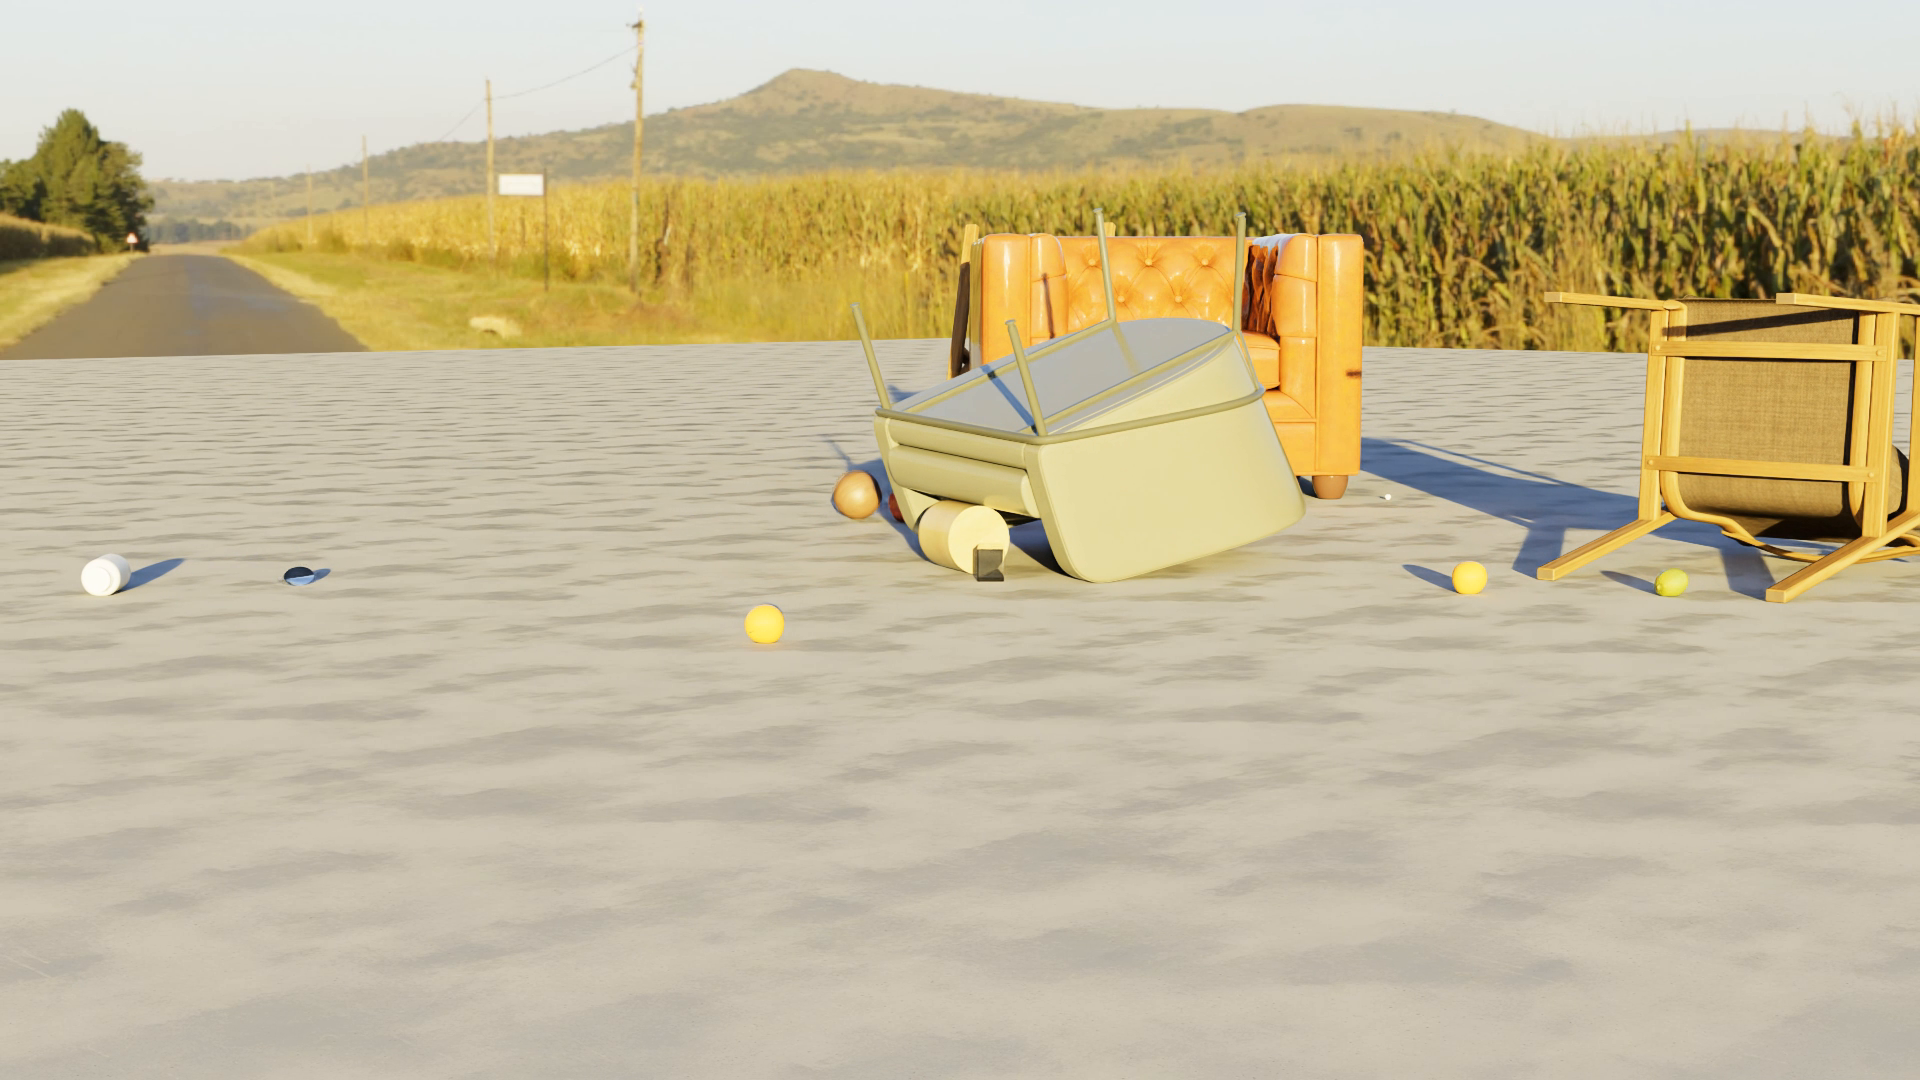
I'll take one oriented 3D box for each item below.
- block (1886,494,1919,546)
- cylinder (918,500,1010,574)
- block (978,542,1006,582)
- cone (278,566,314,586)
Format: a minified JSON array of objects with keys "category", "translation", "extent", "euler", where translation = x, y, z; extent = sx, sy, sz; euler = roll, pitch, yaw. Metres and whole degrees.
[{"category":"block","translation":[2.425,-0.052,6.358],"extent":[0.197,0.114,0.161],"euler":[0,6,0]},{"category":"cylinder","translation":[0.007,-0.008,5.746],"extent":[0.147,0.153,0.170],"euler":[-20,13,-21]},{"category":"block","translation":[0.068,0.048,5.596],"extent":[0.058,0.071,0.124],"euler":[0,6,2]},{"category":"cone","translation":[-1.442,0.084,5.504],"extent":[0.091,0.040,0.073],"euler":[-12,-2,44]}]
